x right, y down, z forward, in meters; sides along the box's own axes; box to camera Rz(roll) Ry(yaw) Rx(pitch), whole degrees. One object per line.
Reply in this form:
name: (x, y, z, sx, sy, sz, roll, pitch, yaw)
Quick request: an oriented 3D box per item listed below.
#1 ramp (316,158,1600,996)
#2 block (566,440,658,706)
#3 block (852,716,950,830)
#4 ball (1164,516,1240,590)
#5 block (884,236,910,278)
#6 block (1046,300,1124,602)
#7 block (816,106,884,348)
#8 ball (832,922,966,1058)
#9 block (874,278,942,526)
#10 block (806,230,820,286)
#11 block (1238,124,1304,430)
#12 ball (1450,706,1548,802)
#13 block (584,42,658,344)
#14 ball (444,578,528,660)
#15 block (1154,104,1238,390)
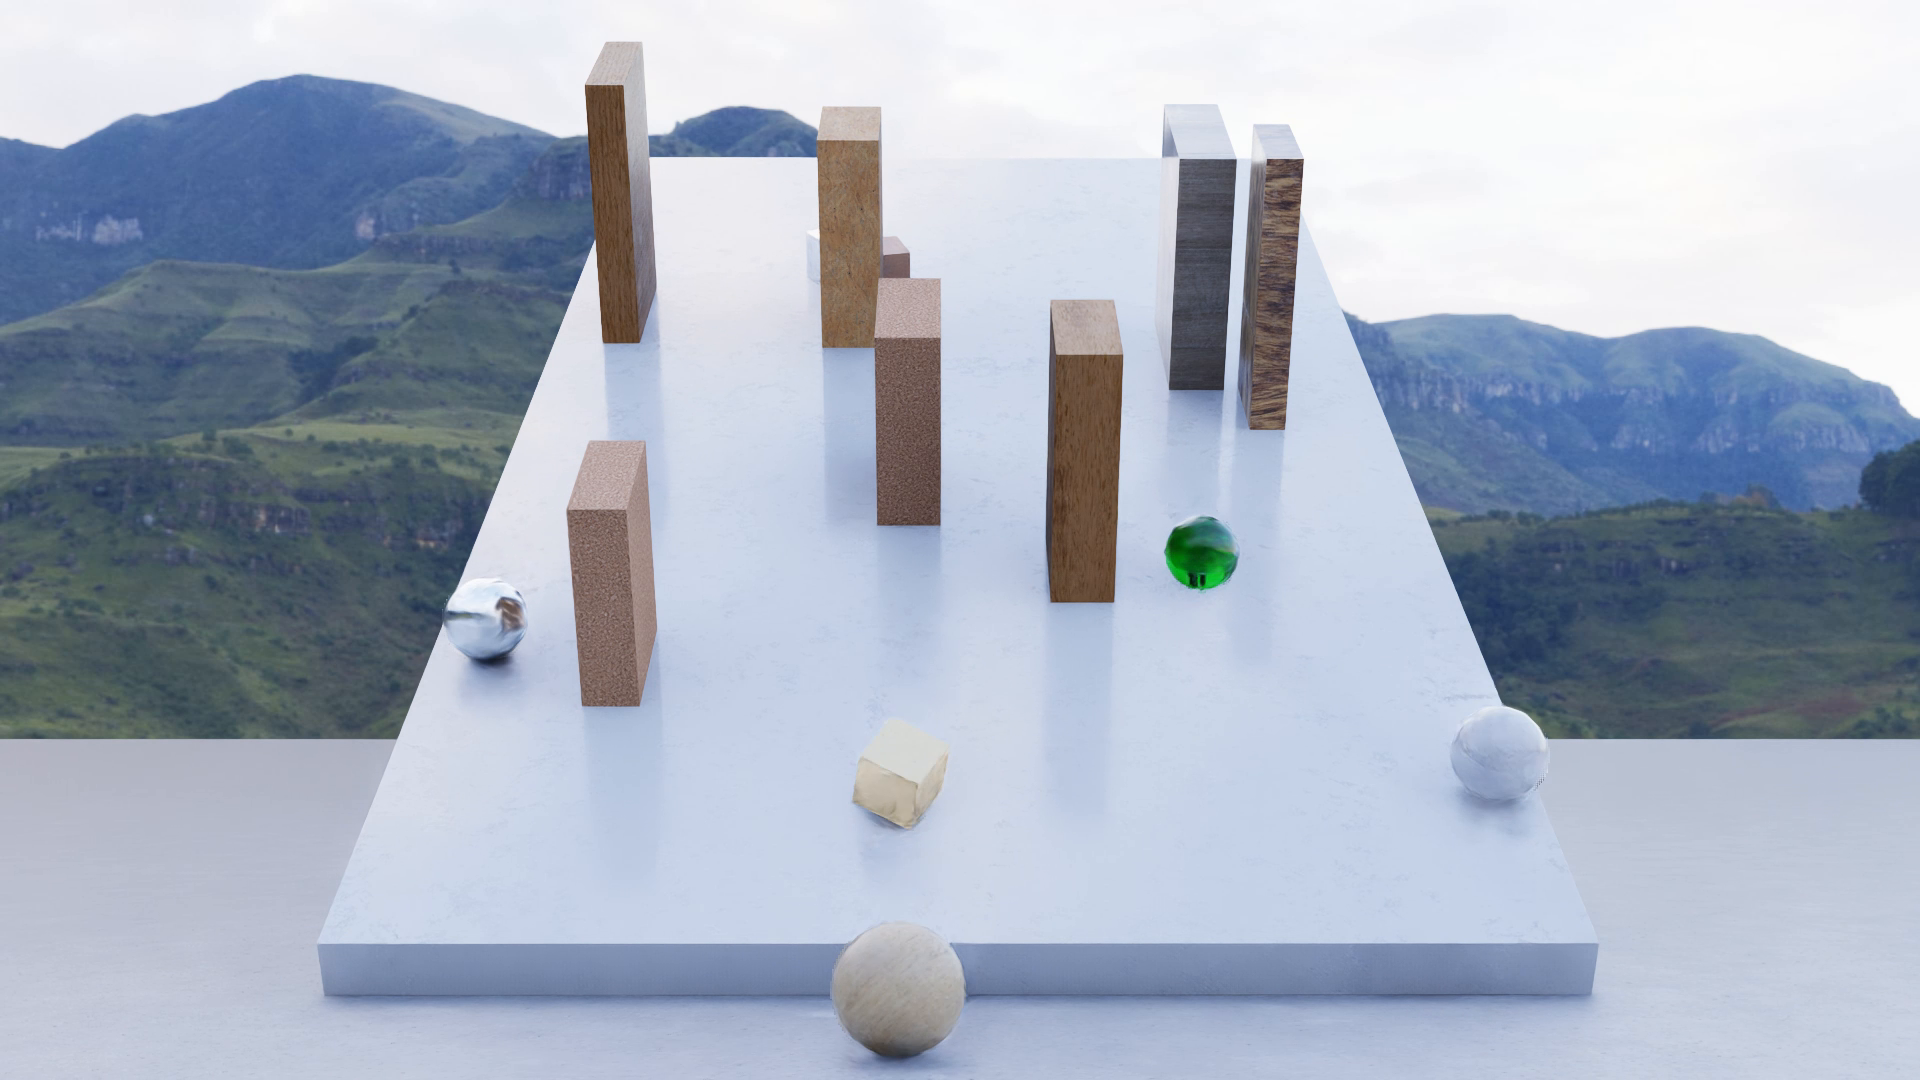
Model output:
ramp: (-0.010, -0.227, 5.500, 2.000, 0.100, 4.000, 0, 27, 0)
block: (-0.639, 0.059, 4.372, 0.106, 0.401, 0.294, 0, 27, 0)
block: (-0.099, 0.393, 3.990, 0.113, 0.113, 0.113, 25, 42, 16)
ball: (0.483, 0.025, 4.726, 0.149, 0.149, 0.149, 0, -5, 0)
block: (-0.212, -0.703, 6.181, 0.134, 0.134, 0.134, -7, 28, -14)
block: (0.243, -0.177, 4.703, 0.127, 0.530, 0.288, 0, 27, 0)
block: (-0.269, -0.779, 5.891, 0.147, 0.532, 0.283, 0, 27, 0)
ball: (-0.078, 0.575, 3.034, 0.171, 0.171, 0.171, 0, -5, 0)
block: (-0.108, -0.298, 5.056, 0.134, 0.426, 0.344, 0, 27, 0)
block: (-0.319, -0.749, 6.278, 0.129, 0.129, 0.129, -15, 31, -28)
block: (0.707, -0.600, 5.415, 0.082, 0.646, 0.260, 0, 27, 0)
ball: (0.919, 0.364, 4.041, 0.163, 0.163, 0.163, 0, -5, 0)
block: (-0.846, -0.873, 5.934, 0.093, 0.658, 0.394, 0, 27, 0)
ball: (-0.893, 0.149, 4.466, 0.156, 0.156, 0.156, 0, -5, 0)
block: (0.564, -0.712, 5.718, 0.132, 0.572, 0.438, 0, 27, 0)
